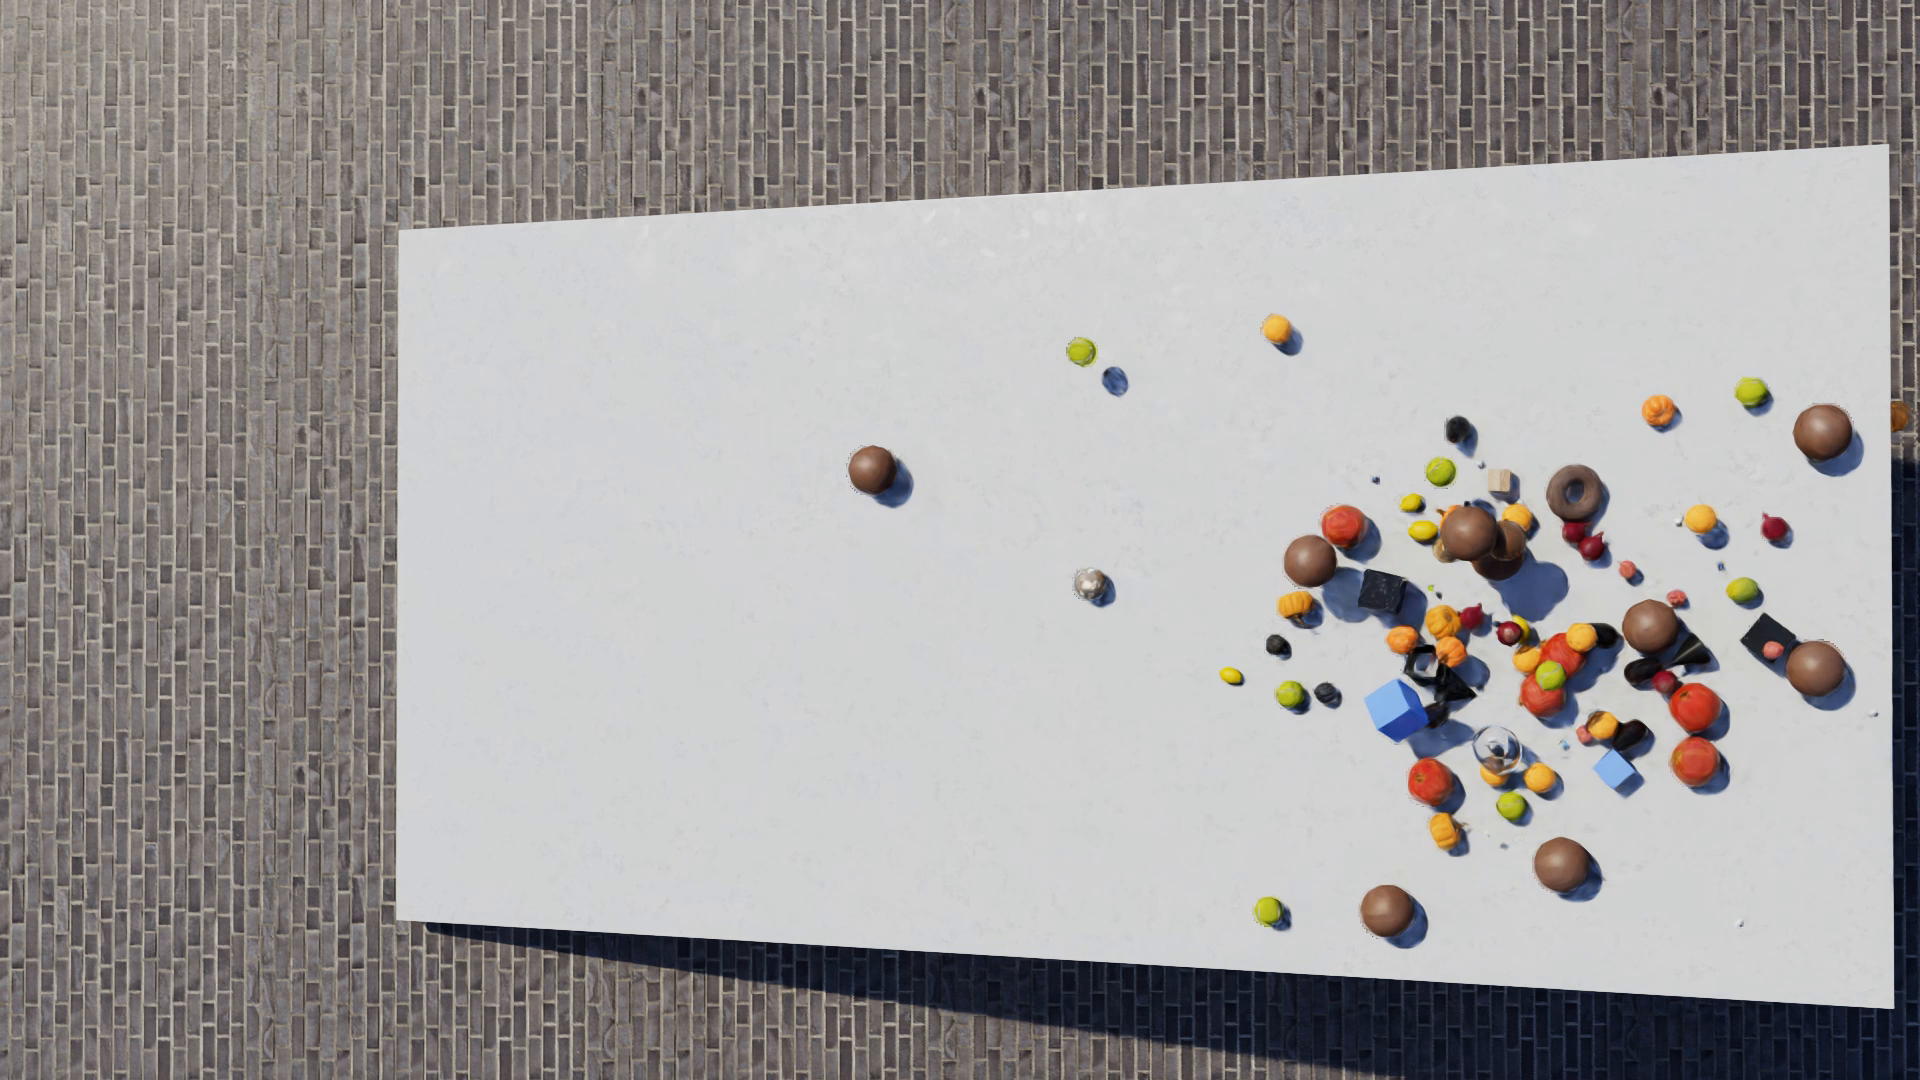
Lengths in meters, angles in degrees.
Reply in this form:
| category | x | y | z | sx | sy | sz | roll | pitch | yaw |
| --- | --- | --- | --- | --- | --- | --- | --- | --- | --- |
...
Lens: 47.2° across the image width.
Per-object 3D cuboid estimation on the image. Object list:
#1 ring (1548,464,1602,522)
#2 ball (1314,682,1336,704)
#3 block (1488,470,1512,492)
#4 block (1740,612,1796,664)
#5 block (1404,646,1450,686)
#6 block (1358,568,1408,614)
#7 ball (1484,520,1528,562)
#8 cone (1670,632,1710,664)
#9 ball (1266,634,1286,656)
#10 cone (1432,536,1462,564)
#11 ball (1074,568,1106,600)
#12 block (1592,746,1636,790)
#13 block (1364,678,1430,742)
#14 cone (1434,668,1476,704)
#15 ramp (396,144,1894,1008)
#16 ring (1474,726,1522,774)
| category | x | y | z | sx | sy | sz | roll | pitch | yaw |
| --- | --- | --- | --- | --- | --- | --- | --- | --- | --- |
| ring | 1.472 | -0.113 | 5.265 | 0.141 | 0.047 | 0.141 | -2 | 100 | -9 |
| ball | 0.911 | 0.381 | 5.478 | 0.054 | 0.054 | 0.054 | 0 | 89 | 0 |
| block | 1.312 | -0.144 | 5.349 | 0.053 | 0.053 | 0.053 | 1 | 90 | 19 |
| block | 1.884 | 0.228 | 5.131 | 0.087 | 0.087 | 0.087 | 39 | 101 | 15 |
| block | 1.134 | 0.306 | 5.346 | 0.071 | 0.071 | 0.071 | 38 | 60 | -32 |
| block | 1.036 | 0.125 | 5.385 | 0.093 | 0.093 | 0.093 | 13 | 94 | 19 |
| ball | 1.280 | 0.001 | 5.156 | 0.097 | 0.097 | 0.097 | 0 | 89 | 0 |
| cone | 1.707 | 0.274 | 5.180 | 0.082 | 0.082 | 0.082 | -28 | 89 | -5 |
| ball | 0.793 | 0.263 | 5.521 | 0.052 | 0.052 | 0.052 | 0 | 89 | 0 |
| cone | 1.188 | 0.023 | 5.380 | 0.070 | 0.070 | 0.070 | 0 | 89 | 19 |
| ball | 0.336 | 0.111 | 5.663 | 0.083 | 0.083 | 0.083 | 0 | 89 | 0 |
| block | 1.560 | 0.545 | 5.247 | 0.069 | 0.069 | 0.069 | -45 | 76 | 13 |
| block | 1.052 | 0.410 | 5.298 | 0.096 | 0.096 | 0.096 | -37 | 47 | 23 |
| cone | 1.224 | 0.369 | 5.378 | 0.093 | 0.093 | 0.093 | 17 | 89 | -8 |
| ramp | 0.278 | 0.091 | 5.779 | 4.000 | 0.100 | 2.000 | 0 | 89 | 19 |
| ring | 1.287 | 0.502 | 5.270 | 0.041 | 0.124 | 0.124 | -23 | 89 | -44 |
